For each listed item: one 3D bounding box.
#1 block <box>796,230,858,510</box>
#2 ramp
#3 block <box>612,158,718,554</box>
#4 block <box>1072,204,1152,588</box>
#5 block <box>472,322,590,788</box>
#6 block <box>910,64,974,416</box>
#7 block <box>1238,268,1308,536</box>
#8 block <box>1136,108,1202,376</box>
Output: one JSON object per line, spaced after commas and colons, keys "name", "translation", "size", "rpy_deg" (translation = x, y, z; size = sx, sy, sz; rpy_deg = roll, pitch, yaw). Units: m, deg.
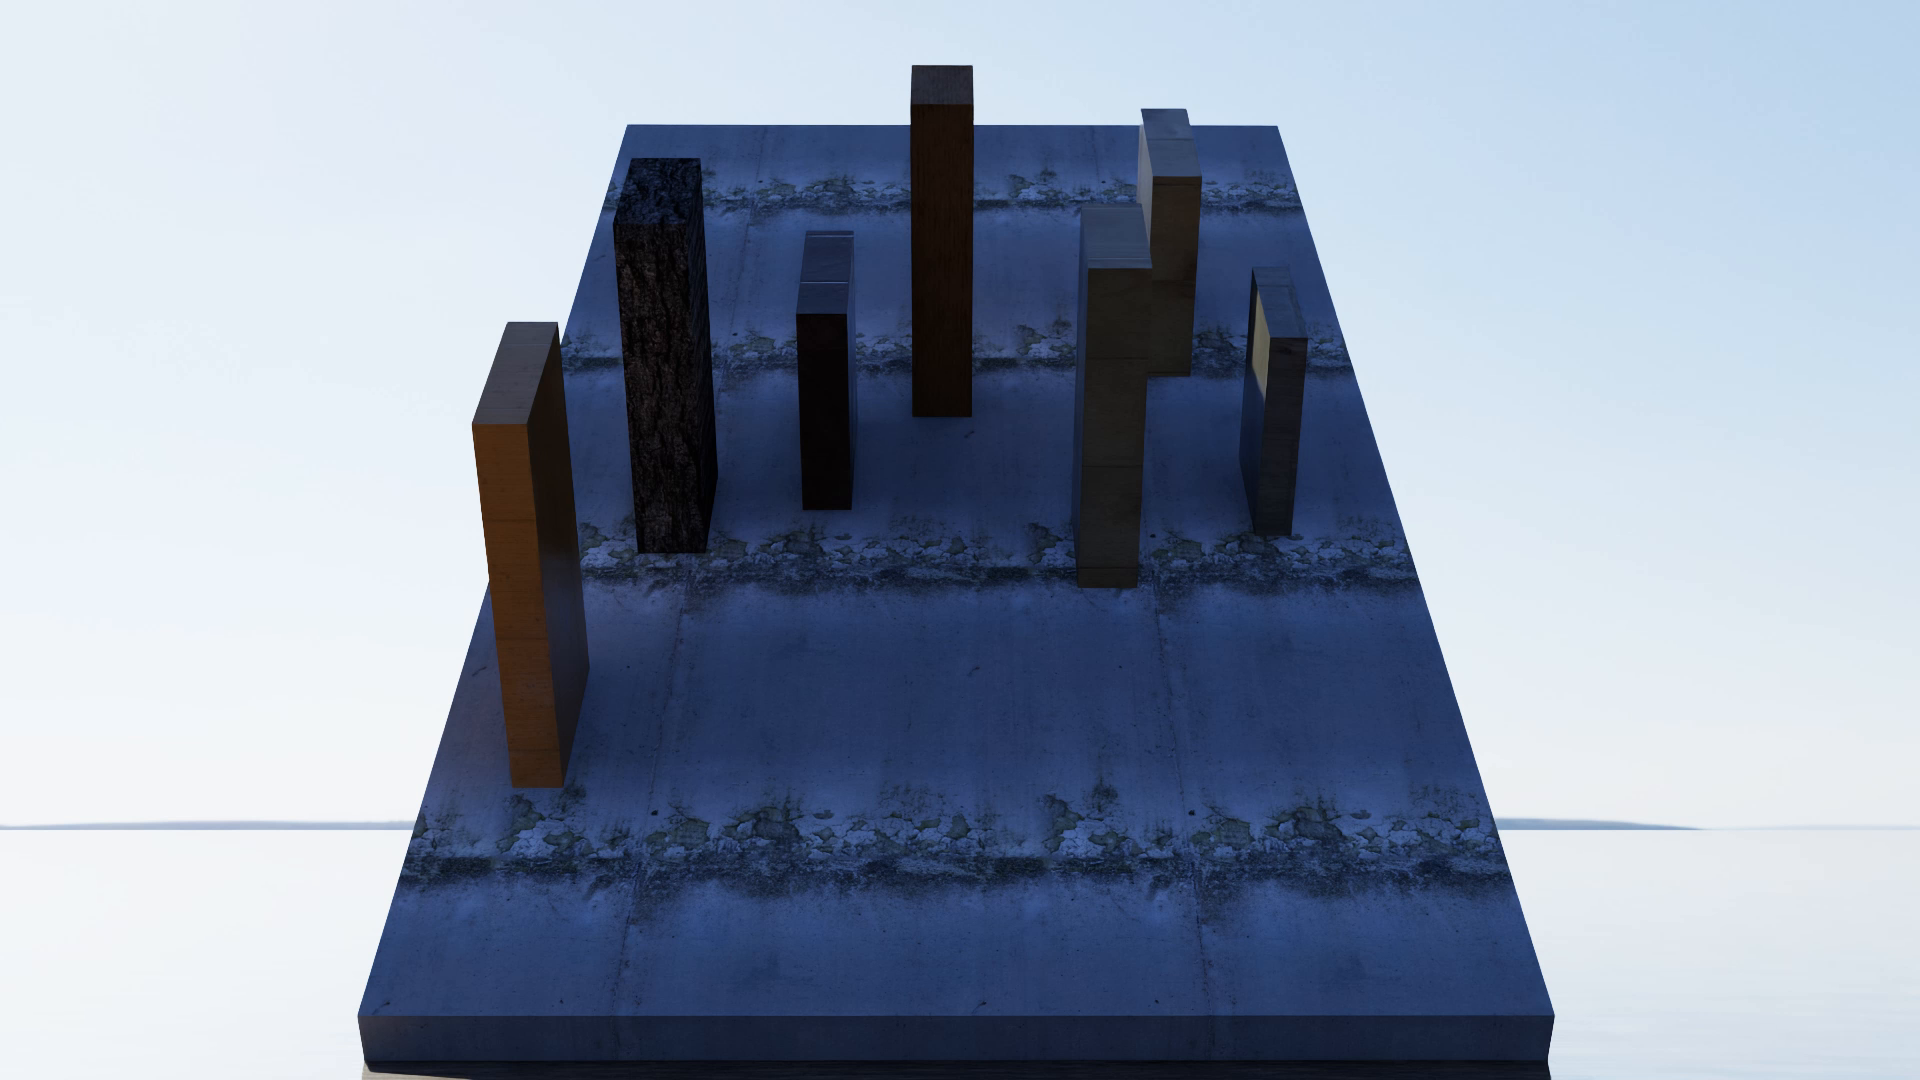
{"name": "block", "translation": [-0.300, -0.390, 5.541], "size": [0.109, 0.490, 0.435], "rpy_deg": [0, 31, 0]}
{"name": "ramp", "translation": [-0.014, -0.199, 5.797], "size": [2.000, 0.100, 4.000], "rpy_deg": [0, 31, 0]}
{"name": "block", "translation": [-0.630, -0.394, 5.265], "size": [0.147, 0.781, 0.346], "rpy_deg": [0, 31, 0]}
{"name": "block", "translation": [0.316, -0.301, 5.149], "size": [0.127, 0.748, 0.322], "rpy_deg": [0, 31, 0]}
{"name": "block", "translation": [-0.797, 0.030, 4.564], "size": [0.095, 0.780, 0.401], "rpy_deg": [0, 31, 0]}
{"name": "block", "translation": [-0.042, -0.701, 5.764], "size": [0.143, 0.794, 0.252], "rpy_deg": [0, 31, 0]}
{"name": "block", "translation": [0.694, -0.310, 5.416], "size": [0.080, 0.489, 0.352], "rpy_deg": [0, 31, 0]}
{"name": "block", "translation": [0.514, -0.748, 6.097], "size": [0.116, 0.534, 0.441], "rpy_deg": [0, 31, 0]}
